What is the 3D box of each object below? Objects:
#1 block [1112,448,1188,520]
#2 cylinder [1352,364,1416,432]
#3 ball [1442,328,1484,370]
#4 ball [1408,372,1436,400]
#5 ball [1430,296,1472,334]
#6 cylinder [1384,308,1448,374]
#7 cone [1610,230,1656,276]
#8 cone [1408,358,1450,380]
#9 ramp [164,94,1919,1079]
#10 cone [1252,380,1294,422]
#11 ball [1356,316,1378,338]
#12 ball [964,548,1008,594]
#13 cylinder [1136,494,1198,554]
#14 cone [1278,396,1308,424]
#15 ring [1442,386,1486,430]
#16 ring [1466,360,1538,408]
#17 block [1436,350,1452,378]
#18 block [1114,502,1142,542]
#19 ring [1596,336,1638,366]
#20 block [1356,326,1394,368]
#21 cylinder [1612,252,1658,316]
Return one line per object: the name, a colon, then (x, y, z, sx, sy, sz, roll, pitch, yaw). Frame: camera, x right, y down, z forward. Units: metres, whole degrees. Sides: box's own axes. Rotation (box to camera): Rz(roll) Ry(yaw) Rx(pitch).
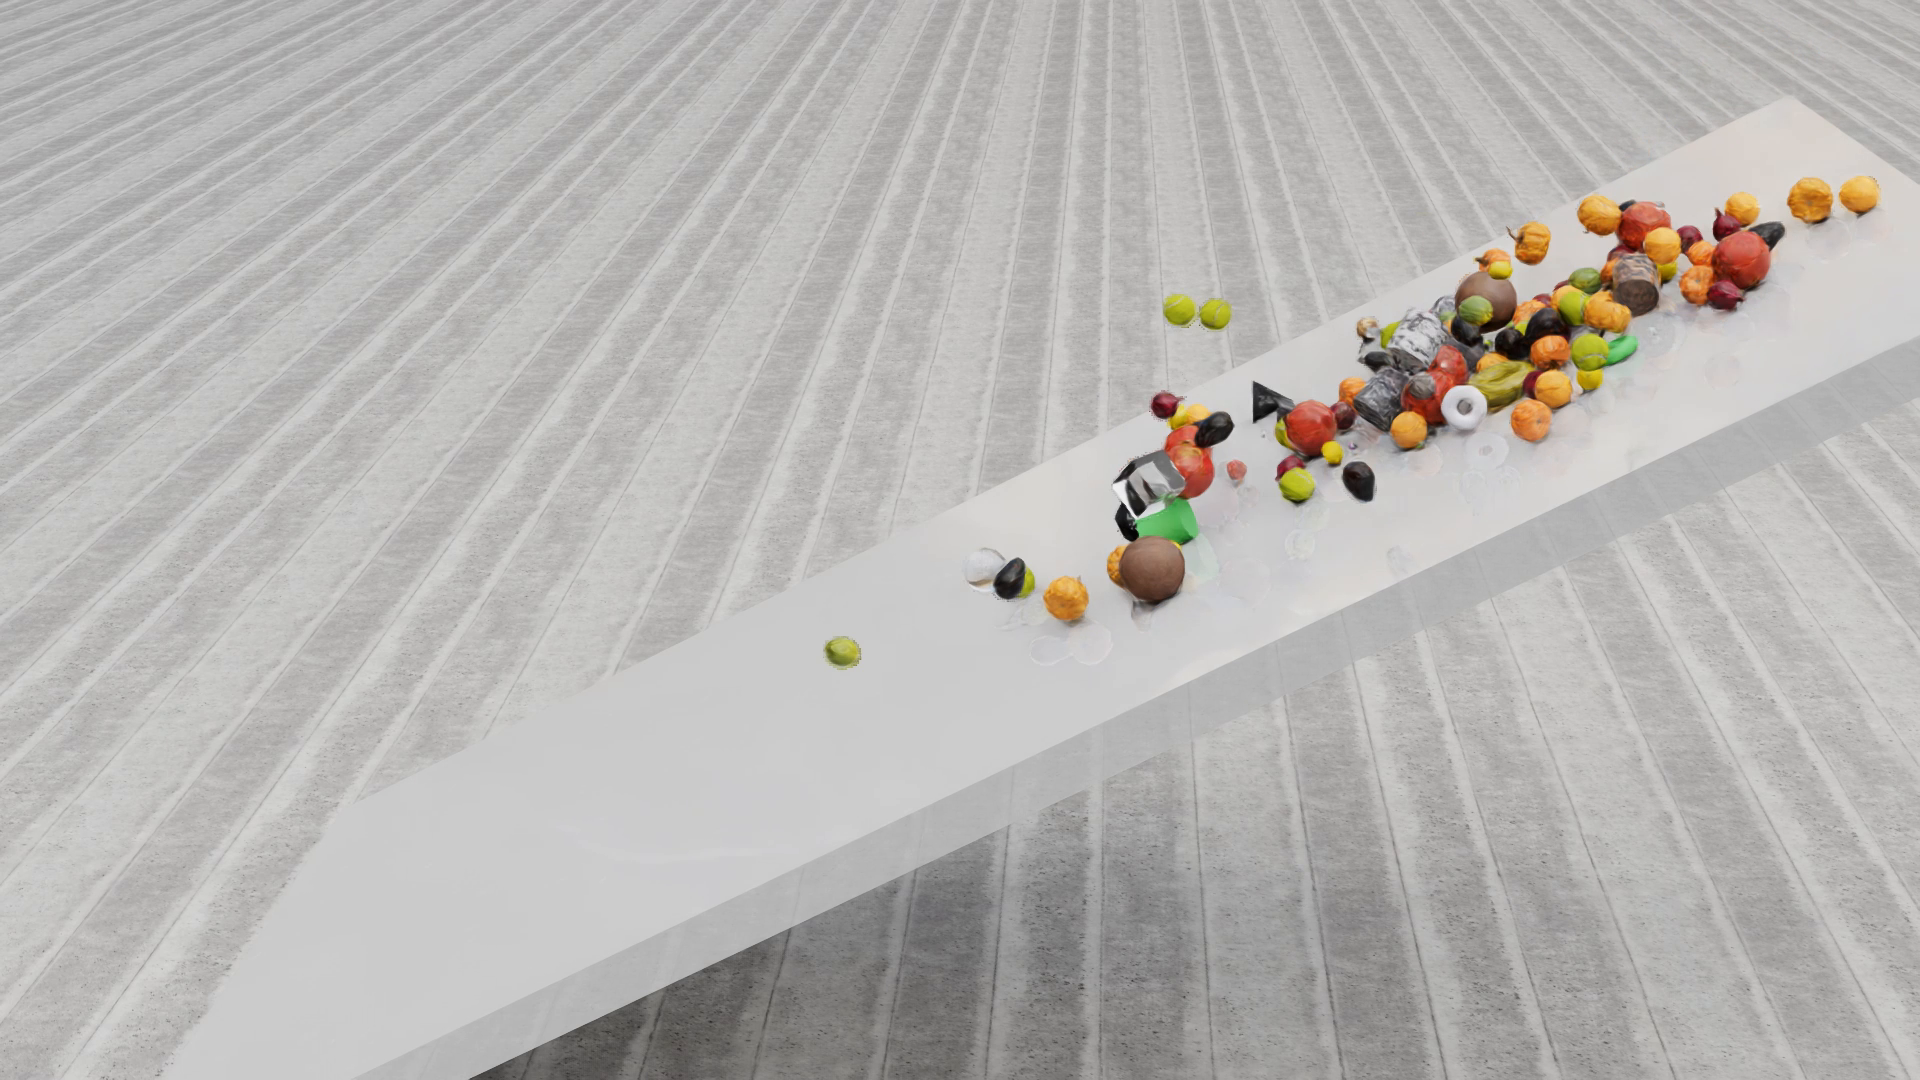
block: (0.379, -0.111, 5.888, 0.090, 0.090, 0.090, -21, 69, -37)
cylinder: (0.871, -0.290, 6.017, 0.097, 0.097, 0.097, -48, 33, -9)
ball: (1.048, -0.397, 6.122, 0.087, 0.087, 0.087, 0, 17, 0)
ball: (0.904, -0.301, 5.760, 0.054, 0.054, 0.054, 0, 17, 0)
ball: (1.068, -0.488, 6.400, 0.090, 0.090, 0.090, 0, 17, 0)
cylinder: (0.906, -0.394, 5.837, 0.094, 0.094, 0.094, 30, -15, 9)
cone: (1.400, -0.587, 6.202, 0.093, 0.093, 0.093, 18, 47, -20)
cone: (0.994, -0.362, 6.150, 0.085, 0.085, 0.085, -18, 22, -14)
ramp: (0.141, 0.167, 6.281, 4.000, 0.100, 2.000, -26, 14, 11)
cone: (0.701, -0.311, 6.587, 0.094, 0.094, 0.094, 0, 17, 6)
ball: (0.932, -0.485, 6.735, 0.052, 0.052, 0.052, 0, 17, 0)
ball: (0.057, 0.067, 6.389, 0.098, 0.098, 0.098, 0, 17, 0)
cylinder: (0.424, -0.032, 6.029, 0.095, 0.095, 0.095, -23, 8, 23)
cone: (0.734, -0.282, 6.450, 0.061, 0.061, 0.061, 8, 19, 23)
ring: (0.983, -0.258, 5.733, 0.089, 0.089, 0.030, 9, -10, 27)
ring: (1.070, -0.309, 5.817, 0.148, 0.049, 0.148, -20, 19, 7)
block: (0.994, -0.371, 6.204, 0.054, 0.054, 0.054, -29, 14, 0)
block: (0.378, -0.047, 6.143, 0.071, 0.071, 0.071, 4, 52, 33)
ring: (1.272, -0.367, 5.695, 0.087, 0.029, 0.087, -30, 9, 5)
block: (0.916, -0.422, 6.463, 0.064, 0.064, 0.064, 18, 28, 9)
cylinder: (1.351, -0.513, 5.884, 0.090, 0.090, 0.090, 3, 41, 10)
